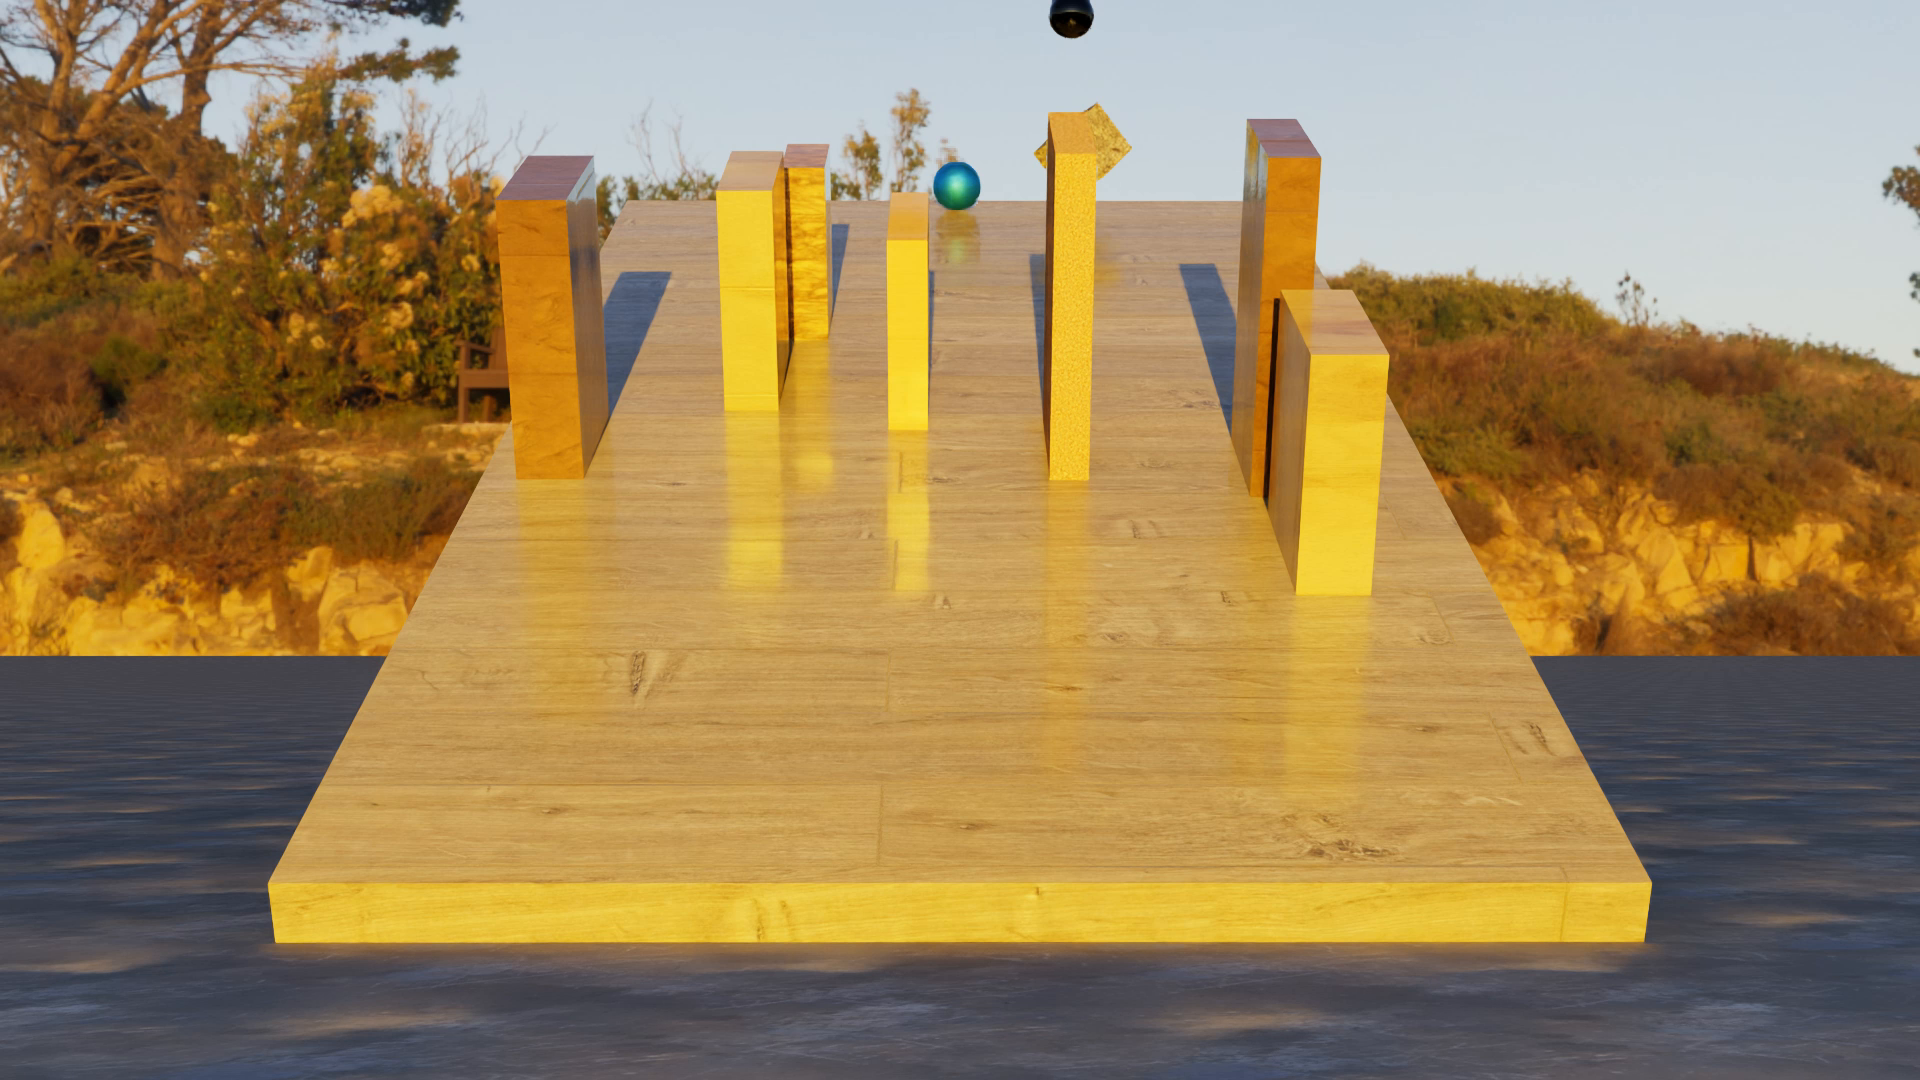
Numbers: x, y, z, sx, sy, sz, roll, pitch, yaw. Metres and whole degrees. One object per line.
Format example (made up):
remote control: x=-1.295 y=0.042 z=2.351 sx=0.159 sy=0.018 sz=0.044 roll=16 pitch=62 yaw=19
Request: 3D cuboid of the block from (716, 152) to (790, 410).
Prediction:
block: x=-0.474 y=-0.603 z=5.315 sx=0.122 sy=0.508 sz=0.385 roll=0 pitch=22 yaw=0

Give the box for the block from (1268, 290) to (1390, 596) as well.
block: x=0.693 y=-0.192 z=4.381 sx=0.140 sy=0.468 sz=0.411 roll=0 pitch=22 yaw=0

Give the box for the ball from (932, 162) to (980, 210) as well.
ball: x=-0.009 y=-1.062 z=6.903 sx=0.144 sy=0.144 sz=0.144 roll=0 pitch=-3 yaw=0

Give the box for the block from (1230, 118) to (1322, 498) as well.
block: x=0.649 y=-0.482 z=4.768 sx=0.103 sy=0.708 sz=0.353 roll=0 pitch=22 yaw=0

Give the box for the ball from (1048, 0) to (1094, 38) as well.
ball: x=0.319 y=-1.504 z=6.606 sx=0.130 sy=0.130 sz=0.130 roll=0 pitch=-3 yaw=0

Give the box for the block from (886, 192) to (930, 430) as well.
block: x=-0.115 y=-0.525 z=5.230 sx=0.087 sy=0.432 sz=0.424 roll=0 pitch=22 yaw=0

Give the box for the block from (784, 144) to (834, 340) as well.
block: x=-0.380 y=-0.747 z=5.759 sx=0.106 sy=0.435 sz=0.258 roll=0 pitch=22 yaw=0

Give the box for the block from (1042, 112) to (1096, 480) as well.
block: x=0.229 y=-0.519 z=4.874 sx=0.082 sy=0.693 sz=0.385 roll=0 pitch=22 yaw=0

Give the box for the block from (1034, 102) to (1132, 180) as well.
block: x=0.371 y=-1.176 z=6.965 sx=0.174 sy=0.174 sz=0.174 roll=-25 pitch=18 yaw=49

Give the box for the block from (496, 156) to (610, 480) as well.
block: x=-0.859 y=-0.478 z=4.896 sx=0.141 sy=0.597 sz=0.392 roll=0 pitch=22 yaw=0

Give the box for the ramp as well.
ramp: x=-0.007 y=-0.223 z=5.195 sx=2.000 sy=0.100 sz=4.000 roll=0 pitch=22 yaw=0

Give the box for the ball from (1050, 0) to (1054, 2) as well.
ball: x=0.280 y=-1.633 z=6.713 sx=0.125 sy=0.125 sz=0.125 roll=0 pitch=-3 yaw=0
